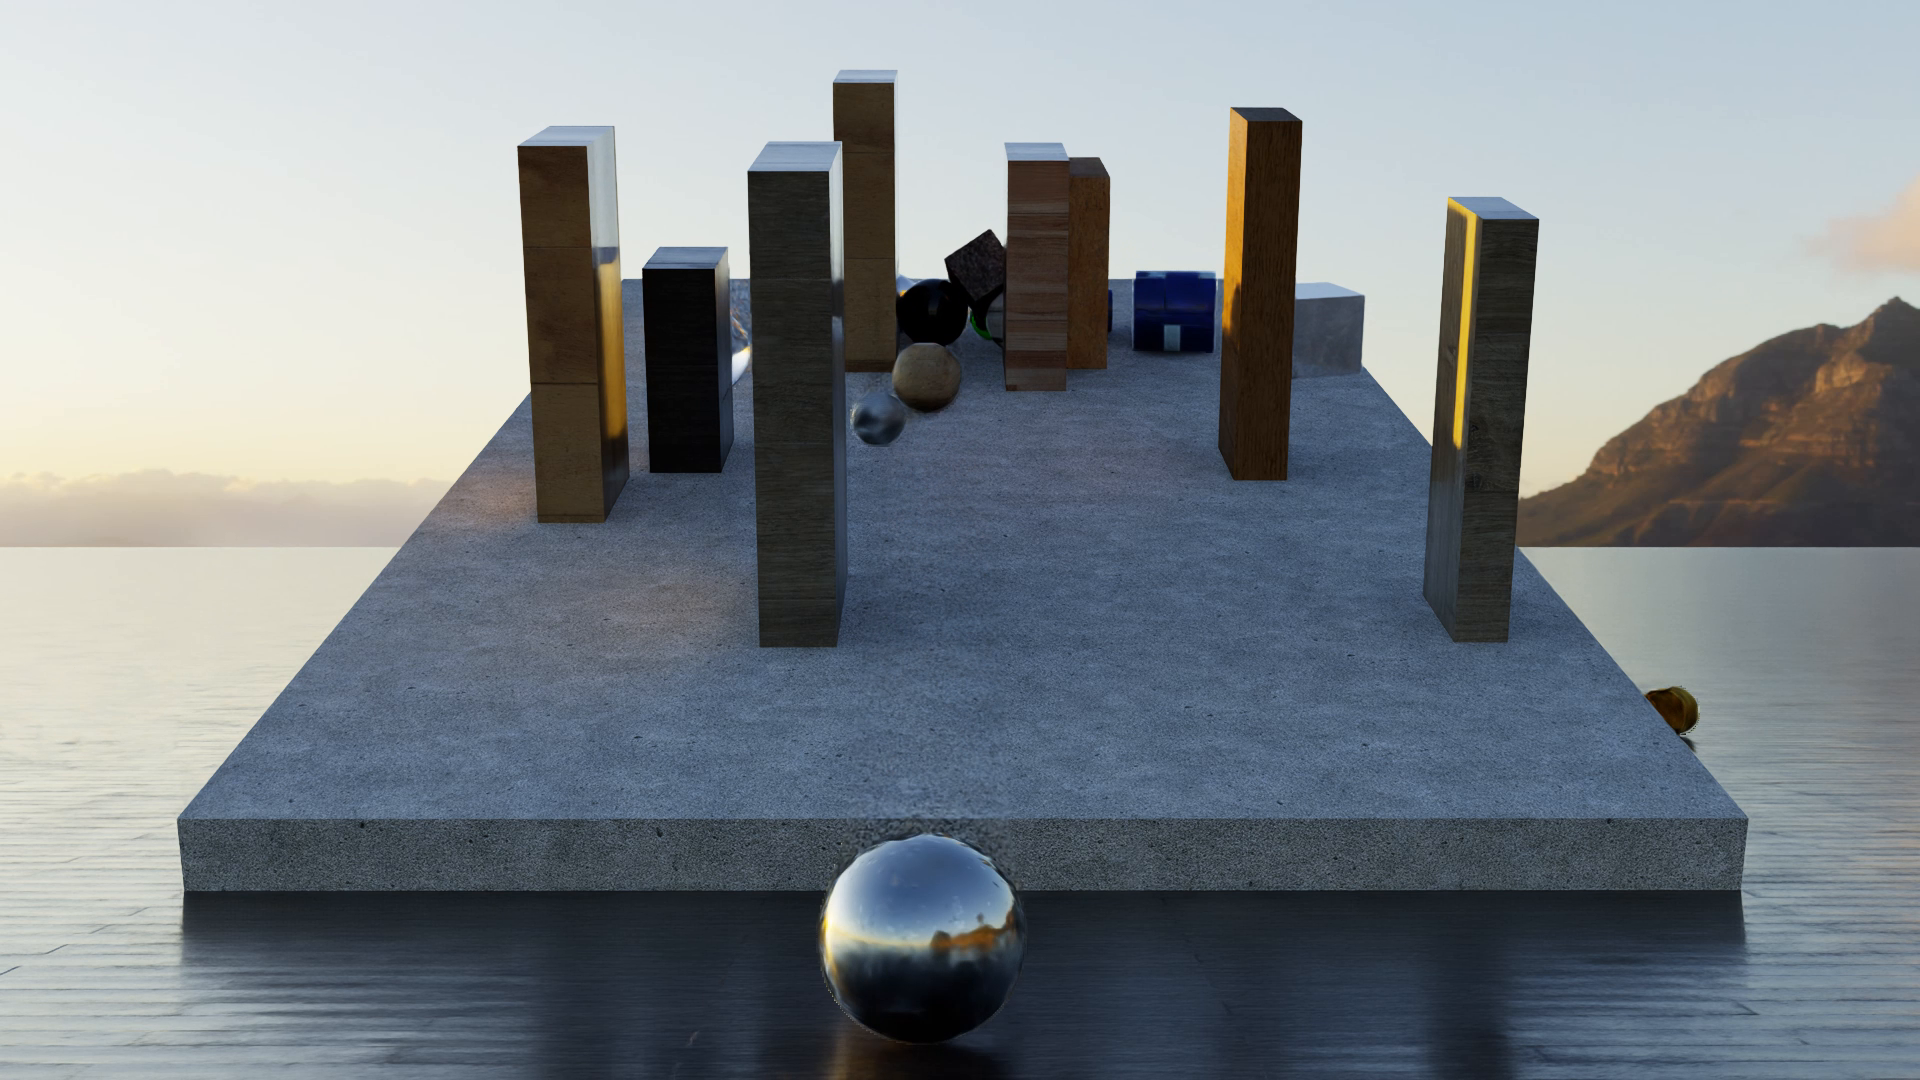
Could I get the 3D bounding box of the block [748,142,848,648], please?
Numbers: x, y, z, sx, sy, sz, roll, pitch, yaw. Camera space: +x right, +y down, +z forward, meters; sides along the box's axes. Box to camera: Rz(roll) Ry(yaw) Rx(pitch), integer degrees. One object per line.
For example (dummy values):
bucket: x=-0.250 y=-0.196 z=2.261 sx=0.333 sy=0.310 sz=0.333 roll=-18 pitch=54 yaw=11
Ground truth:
block: x=-0.252 y=-0.242 z=3.529 sx=0.120 sy=0.737 sz=0.390 roll=0 pitch=17 yaw=0

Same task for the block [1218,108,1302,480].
block: x=0.598 y=-0.496 z=4.441 sx=0.106 sy=0.707 sz=0.271 roll=0 pitch=17 yaw=0

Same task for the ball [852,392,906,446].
ball: x=-0.172 y=-0.256 z=4.671 sx=0.114 sy=0.114 sz=0.114 roll=0 pitch=0 yaw=0

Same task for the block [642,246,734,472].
block: x=-0.553 y=-0.373 z=4.536 sx=0.143 sy=0.415 sz=0.274 roll=0 pitch=17 yaw=0

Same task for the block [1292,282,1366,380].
block: x=0.848 y=-0.511 z=5.390 sx=0.195 sy=0.195 sz=0.195 roll=-5 pitch=17 yaw=-17

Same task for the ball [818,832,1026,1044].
ball: x=-0.034 y=0.356 z=1.991 sx=0.187 sy=0.187 sz=0.187 roll=0 pitch=0 yaw=0

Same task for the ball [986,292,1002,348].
ball: x=0.147 y=-0.555 z=5.591 sx=0.164 sy=0.164 sz=0.164 roll=0 pitch=0 yaw=0

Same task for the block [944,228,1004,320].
block: x=0.062 y=-0.674 z=5.633 sx=0.141 sy=0.141 sz=0.141 roll=-34 pitch=-14 yaw=-4

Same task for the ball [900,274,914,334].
ball: x=-0.183 y=-0.618 z=5.800 sx=0.165 sy=0.165 sz=0.165 roll=0 pitch=0 yaw=0

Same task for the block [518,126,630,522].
block: x=-0.722 y=-0.412 z=4.177 sx=0.123 sy=0.694 sz=0.337 roll=0 pitch=17 yaw=0

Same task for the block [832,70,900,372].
block: x=-0.227 y=-0.793 z=5.465 sx=0.144 sy=0.691 sz=0.377 roll=0 pitch=17 yaw=0

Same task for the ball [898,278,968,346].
ball: x=-0.068 y=-0.579 z=5.650 sx=0.178 sy=0.178 sz=0.178 roll=0 pitch=0 yaw=0

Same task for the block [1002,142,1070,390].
block: x=0.178 y=-0.658 z=5.284 sx=0.141 sy=0.536 sz=0.366 roll=0 pitch=17 yaw=0

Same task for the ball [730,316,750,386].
ball: x=-0.586 y=-0.438 z=5.133 sx=0.198 sy=0.198 sz=0.198 roll=0 pitch=0 yaw=0

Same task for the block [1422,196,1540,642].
block: x=0.816 y=-0.192 z=3.494 sx=0.084 sy=0.664 sz=0.242 roll=0 pitch=17 yaw=0

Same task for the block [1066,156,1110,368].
block: x=0.294 y=-0.701 z=5.554 sx=0.129 sy=0.465 sz=0.418 roll=0 pitch=17 yaw=0

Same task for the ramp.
ramp: x=-0.002 y=-0.167 z=4.749 sx=2.000 sy=0.100 sz=4.000 roll=0 pitch=17 yaw=0

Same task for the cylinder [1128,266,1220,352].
cylinder: x=0.544 y=-0.583 z=5.620 sx=0.201 sy=0.201 sz=0.201 roll=-7 pitch=-1 yaw=12

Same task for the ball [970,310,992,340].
ball: x=0.089 y=-0.584 z=5.748 sx=0.130 sy=0.130 sz=0.130 roll=0 pitch=0 yaw=0

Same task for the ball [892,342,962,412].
ball: x=-0.075 y=-0.366 z=4.966 sx=0.157 sy=0.157 sz=0.157 roll=0 pitch=0 yaw=0

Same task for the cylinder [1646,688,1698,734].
cylinder: x=1.631 y=0.396 z=5.104 sx=0.109 sy=0.109 sz=0.109 roll=0 pitch=0 yaw=34
